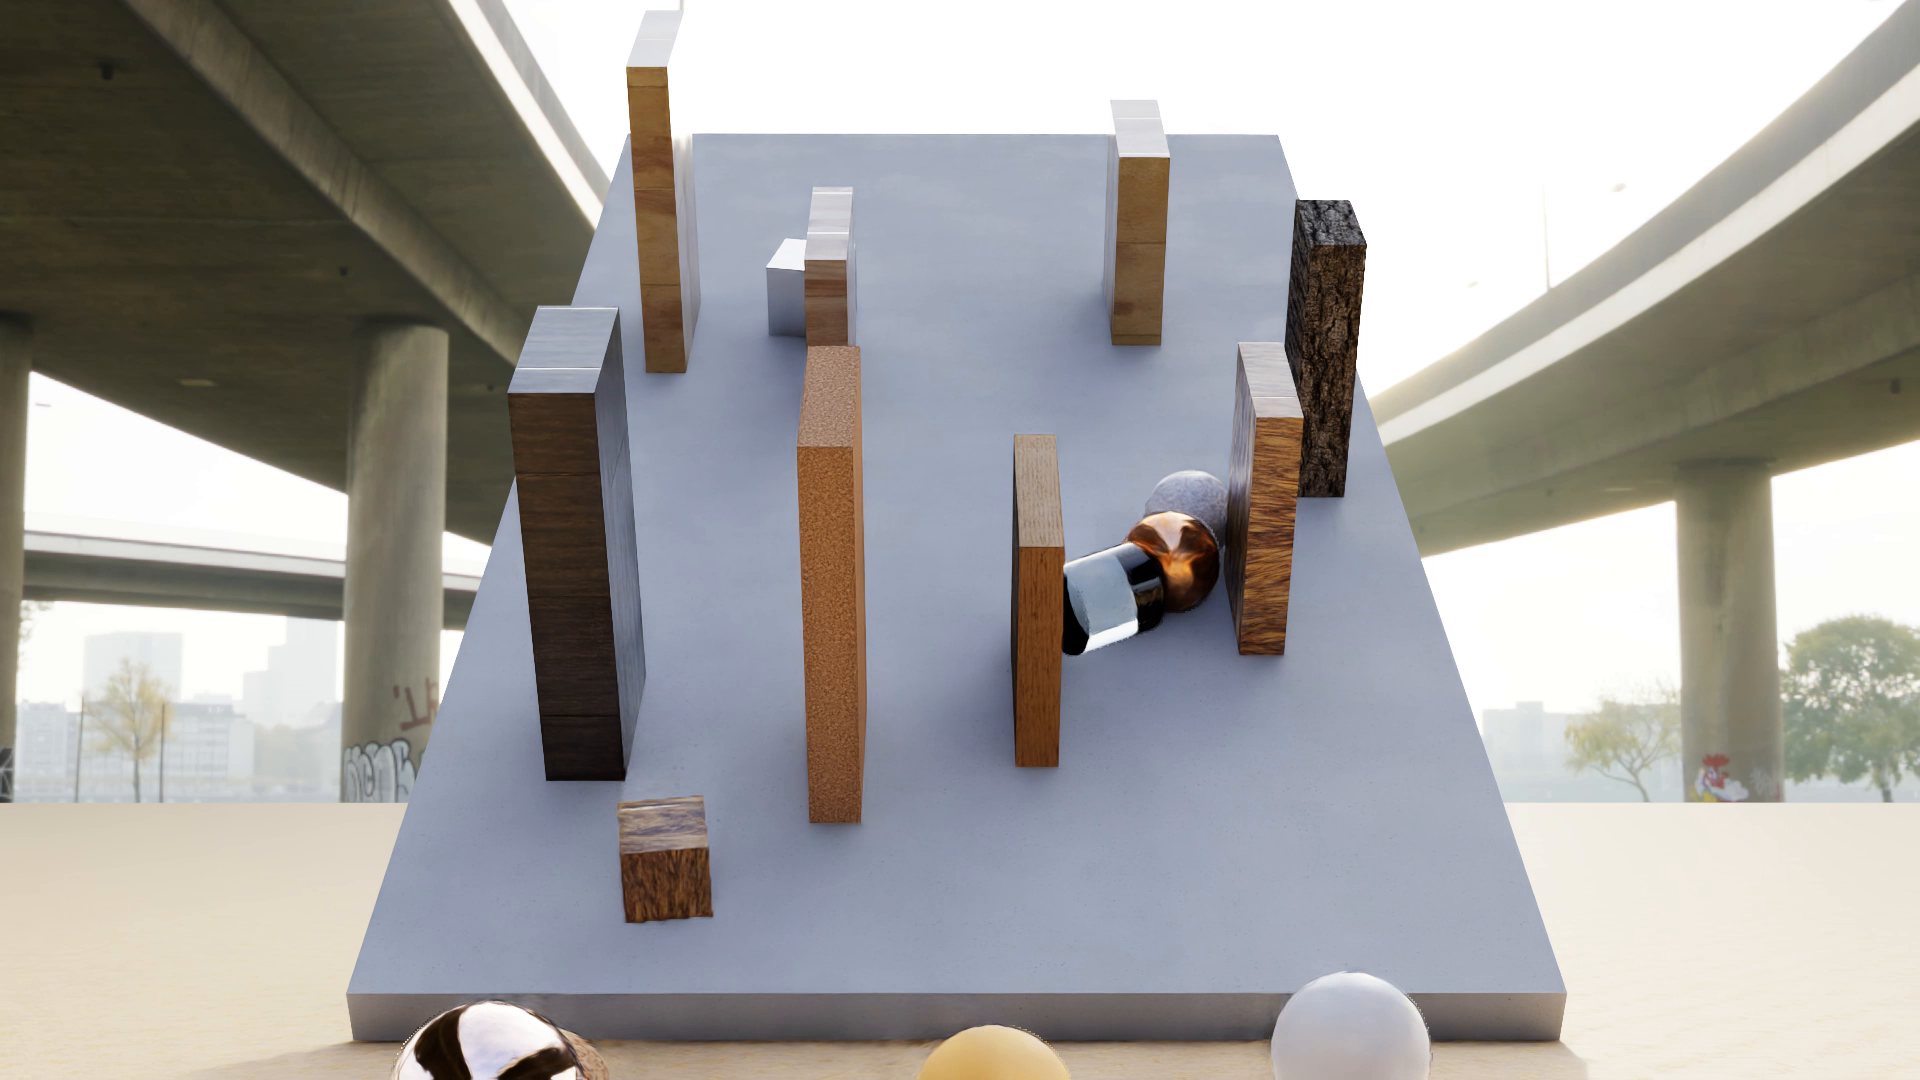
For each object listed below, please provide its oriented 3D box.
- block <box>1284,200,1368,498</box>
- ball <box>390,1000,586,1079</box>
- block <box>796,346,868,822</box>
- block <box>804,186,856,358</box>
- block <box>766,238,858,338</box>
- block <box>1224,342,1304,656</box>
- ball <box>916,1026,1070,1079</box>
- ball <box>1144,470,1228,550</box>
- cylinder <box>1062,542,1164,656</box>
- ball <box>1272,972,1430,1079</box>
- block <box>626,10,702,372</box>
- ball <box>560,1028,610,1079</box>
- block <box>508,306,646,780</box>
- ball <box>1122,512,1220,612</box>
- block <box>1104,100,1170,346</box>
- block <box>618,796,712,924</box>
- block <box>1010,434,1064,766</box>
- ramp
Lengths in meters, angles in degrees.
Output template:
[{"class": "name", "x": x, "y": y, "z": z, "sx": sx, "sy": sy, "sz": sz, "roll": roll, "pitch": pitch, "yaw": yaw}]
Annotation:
[{"class": "block", "x": 0.802, "y": -0.425, "z": 5.375, "sx": 0.121, "sy": 0.611, "sz": 0.257, "roll": 0, "pitch": 30, "yaw": 0}, {"class": "ball", "x": -0.473, "y": 0.562, "z": 2.417, "sx": 0.197, "sy": 0.197, "sz": 0.197, "roll": 0, "pitch": -6, "yaw": 0}, {"class": "block", "x": -0.225, "y": 0.082, "z": 4.331, "sx": 0.093, "sy": 0.766, "sz": 0.387, "roll": 0, "pitch": 30, "yaw": 0}, {"class": "block", "x": -0.310, "y": -0.574, "z": 5.824, "sx": 0.097, "sy": 0.415, "sz": 0.448, "roll": 0, "pitch": 30, "yaw": 0}, {"class": "block", "x": -0.377, "y": -0.641, "z": 6.171, "sx": 0.186, "sy": 0.186, "sz": 0.186, "roll": 6, "pitch": 30, "yaw": 10}, {"class": "block", "x": 0.606, "y": -0.083, "z": 4.856, "sx": 0.089, "sy": 0.535, "sz": 0.331, "roll": 0, "pitch": 30, "yaw": 0}, {"class": "ball", "x": 0.033, "y": 0.579, "z": 2.446, "sx": 0.170, "sy": 0.170, "sz": 0.170, "roll": 0, "pitch": -6, "yaw": 0}, {"class": "ball", "x": 0.490, "y": -0.052, "z": 5.143, "sx": 0.195, "sy": 0.195, "sz": 0.195, "roll": 0, "pitch": -6, "yaw": 0}, {"class": "cylinder", "x": 0.281, "y": 0.119, "z": 4.855, "sx": 0.184, "sy": 0.184, "sz": 0.184, "roll": -18, "pitch": 3, "yaw": -28}, {"class": "ball", "x": 0.471, "y": 0.618, "z": 2.913, "sx": 0.190, "sy": 0.190, "sz": 0.190, "roll": 0, "pitch": -6, "yaw": 0}, {"class": "block", "x": -0.725, "y": -0.858, "z": 5.947, "sx": 0.097, "sy": 0.784, "sz": 0.425, "roll": 0, "pitch": 30, "yaw": 0}, {"class": "ball", "x": -0.453, "y": 0.606, "z": 2.619, "sx": 0.152, "sy": 0.152, "sz": 0.152, "roll": 0, "pitch": -6, "yaw": 0}, {"class": "block", "x": -0.692, "y": 0.010, "z": 4.419, "sx": 0.146, "sy": 0.800, "sz": 0.354, "roll": 0, "pitch": 30, "yaw": 0}, {"class": "ball", "x": 0.431, "y": 0.045, "z": 4.961, "sx": 0.208, "sy": 0.208, "sz": 0.208, "roll": 0, "pitch": -6, "yaw": 0}, {"class": "block", "x": 0.446, "y": -0.813, "z": 6.158, "sx": 0.123, "sy": 0.503, "sz": 0.414, "roll": 0, "pitch": 30, "yaw": 0}, {"class": "block", "x": -0.506, "y": 0.547, "z": 4.140, "sx": 0.148, "sy": 0.148, "sz": 0.148, "roll": -4, "pitch": 30, "yaw": -7}, {"class": "block", "x": 0.144, "y": 0.110, "z": 4.577, "sx": 0.080, "sy": 0.475, "sz": 0.432, "roll": 0, "pitch": 30, "yaw": 0}, {"class": "ramp", "x": -0.013, "y": -0.211, "z": 5.711, "sx": 2.000, "sy": 0.100, "sz": 4.000, "roll": 0, "pitch": 30, "yaw": 0}]
